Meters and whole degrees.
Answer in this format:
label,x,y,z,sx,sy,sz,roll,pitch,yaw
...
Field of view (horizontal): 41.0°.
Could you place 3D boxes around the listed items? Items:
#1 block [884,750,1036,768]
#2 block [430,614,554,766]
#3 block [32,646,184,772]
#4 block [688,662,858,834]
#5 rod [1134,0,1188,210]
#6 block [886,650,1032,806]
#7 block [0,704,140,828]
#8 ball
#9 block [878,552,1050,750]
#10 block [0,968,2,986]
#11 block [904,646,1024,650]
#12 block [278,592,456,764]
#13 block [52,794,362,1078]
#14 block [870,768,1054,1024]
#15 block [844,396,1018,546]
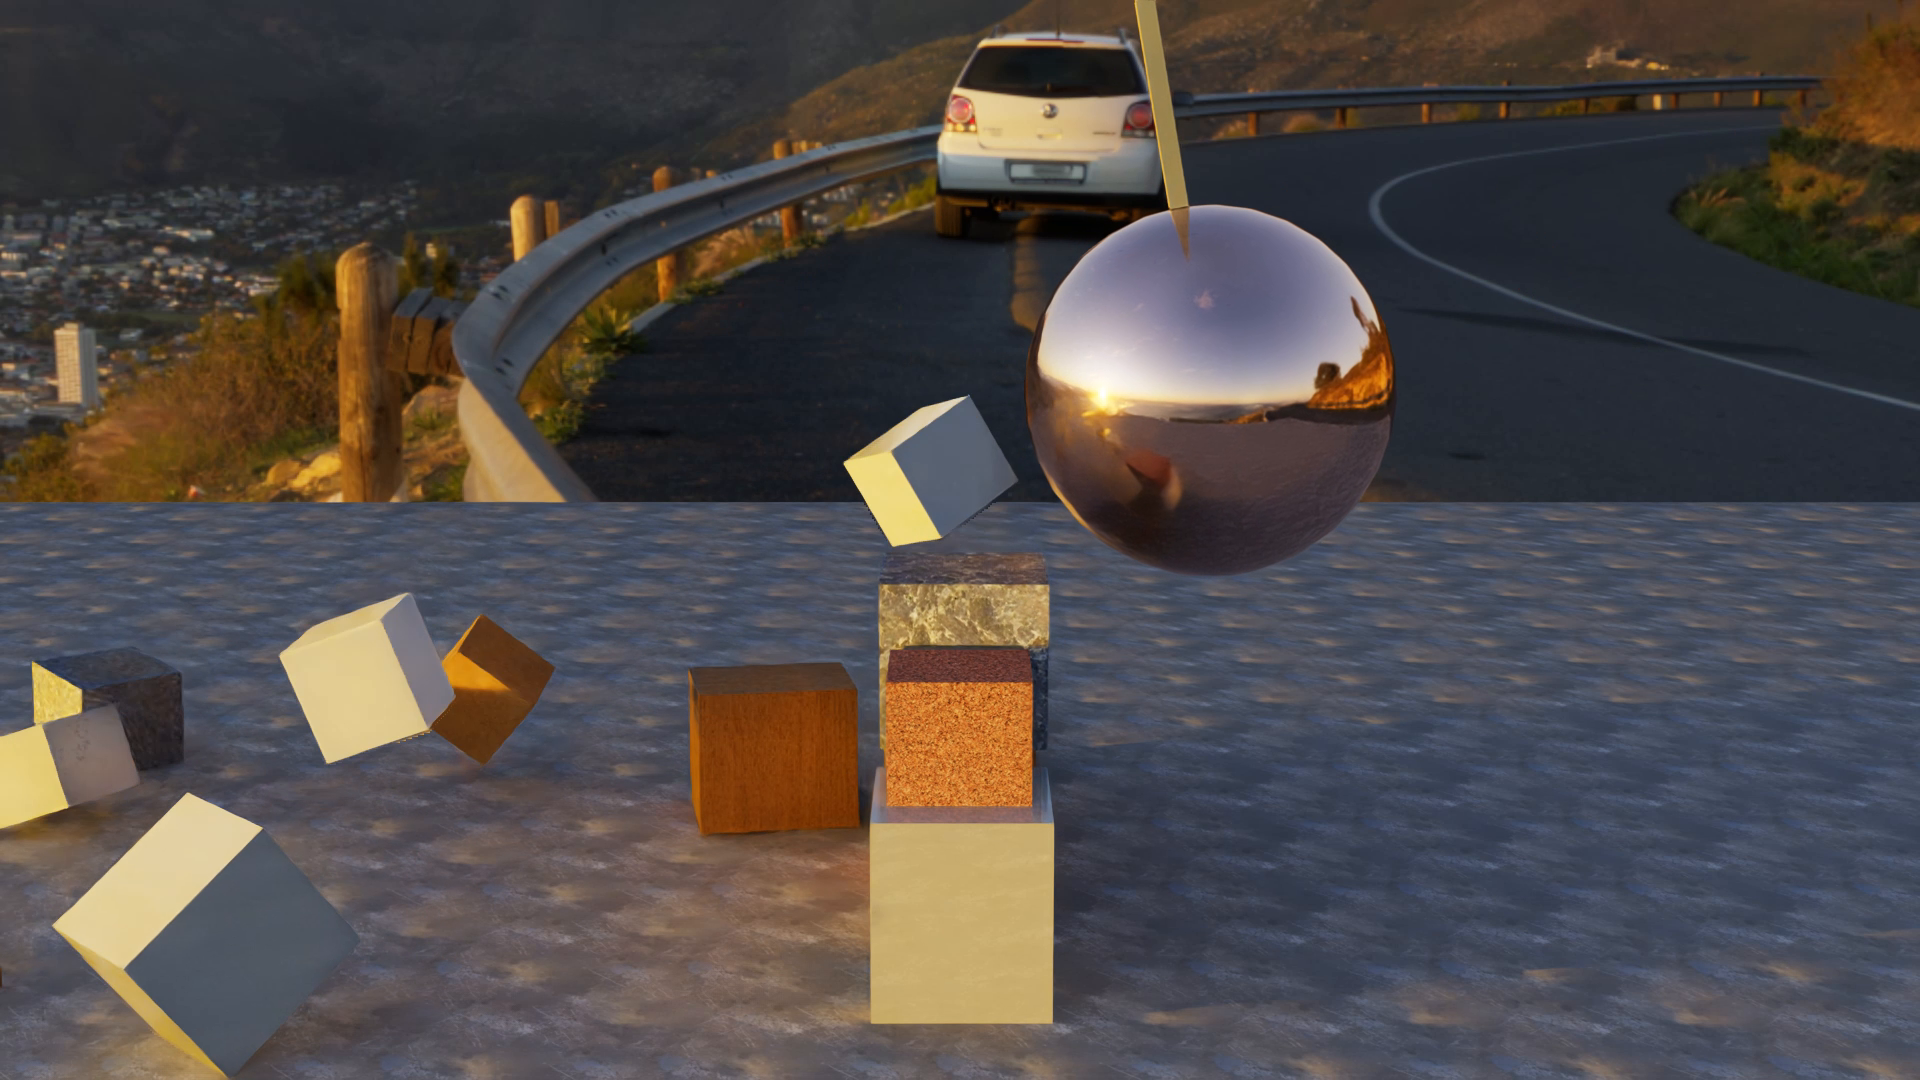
label,x,y,z,sx,sy,sz,roll,pitch,yaw
block,-0.001,1.148,11.309,0.647,0.693,0.660,0,10,0
block,-2.407,0.753,12.933,0.465,0.460,0.413,38,24,-11
block,-4.374,0.885,13.179,0.534,0.485,0.576,-10,18,-42
block,-0.897,0.984,12.271,0.742,0.660,0.629,-2,9,-10
rod,0.466,-3.934,10.465,0.080,5.200,0.080,-10,10,2
block,-0.002,0.720,9.928,0.550,0.480,0.560,0,10,0
block,-4.267,1.068,12.108,0.460,0.405,0.508,-17,0,23
ball,1.074,-0.643,11.063,1.600,1.600,1.600,0,10,0
block,0.016,0.470,11.119,0.711,0.709,0.729,0,10,0
block,-3.976,1.531,9.803,0.410,0.457,0.375,0,10,20
block,0.014,0.771,10.512,0.497,0.567,0.562,0,10,0
block,-2.643,0.612,11.480,0.494,0.531,0.460,-19,12,9
block,-2.717,1.420,9.271,0.601,0.614,0.665,11,52,47
block,0.007,1.359,9.923,0.681,0.776,0.779,0,10,0
block,-0.122,-0.286,10.701,0.449,0.415,0.420,-37,13,-27
